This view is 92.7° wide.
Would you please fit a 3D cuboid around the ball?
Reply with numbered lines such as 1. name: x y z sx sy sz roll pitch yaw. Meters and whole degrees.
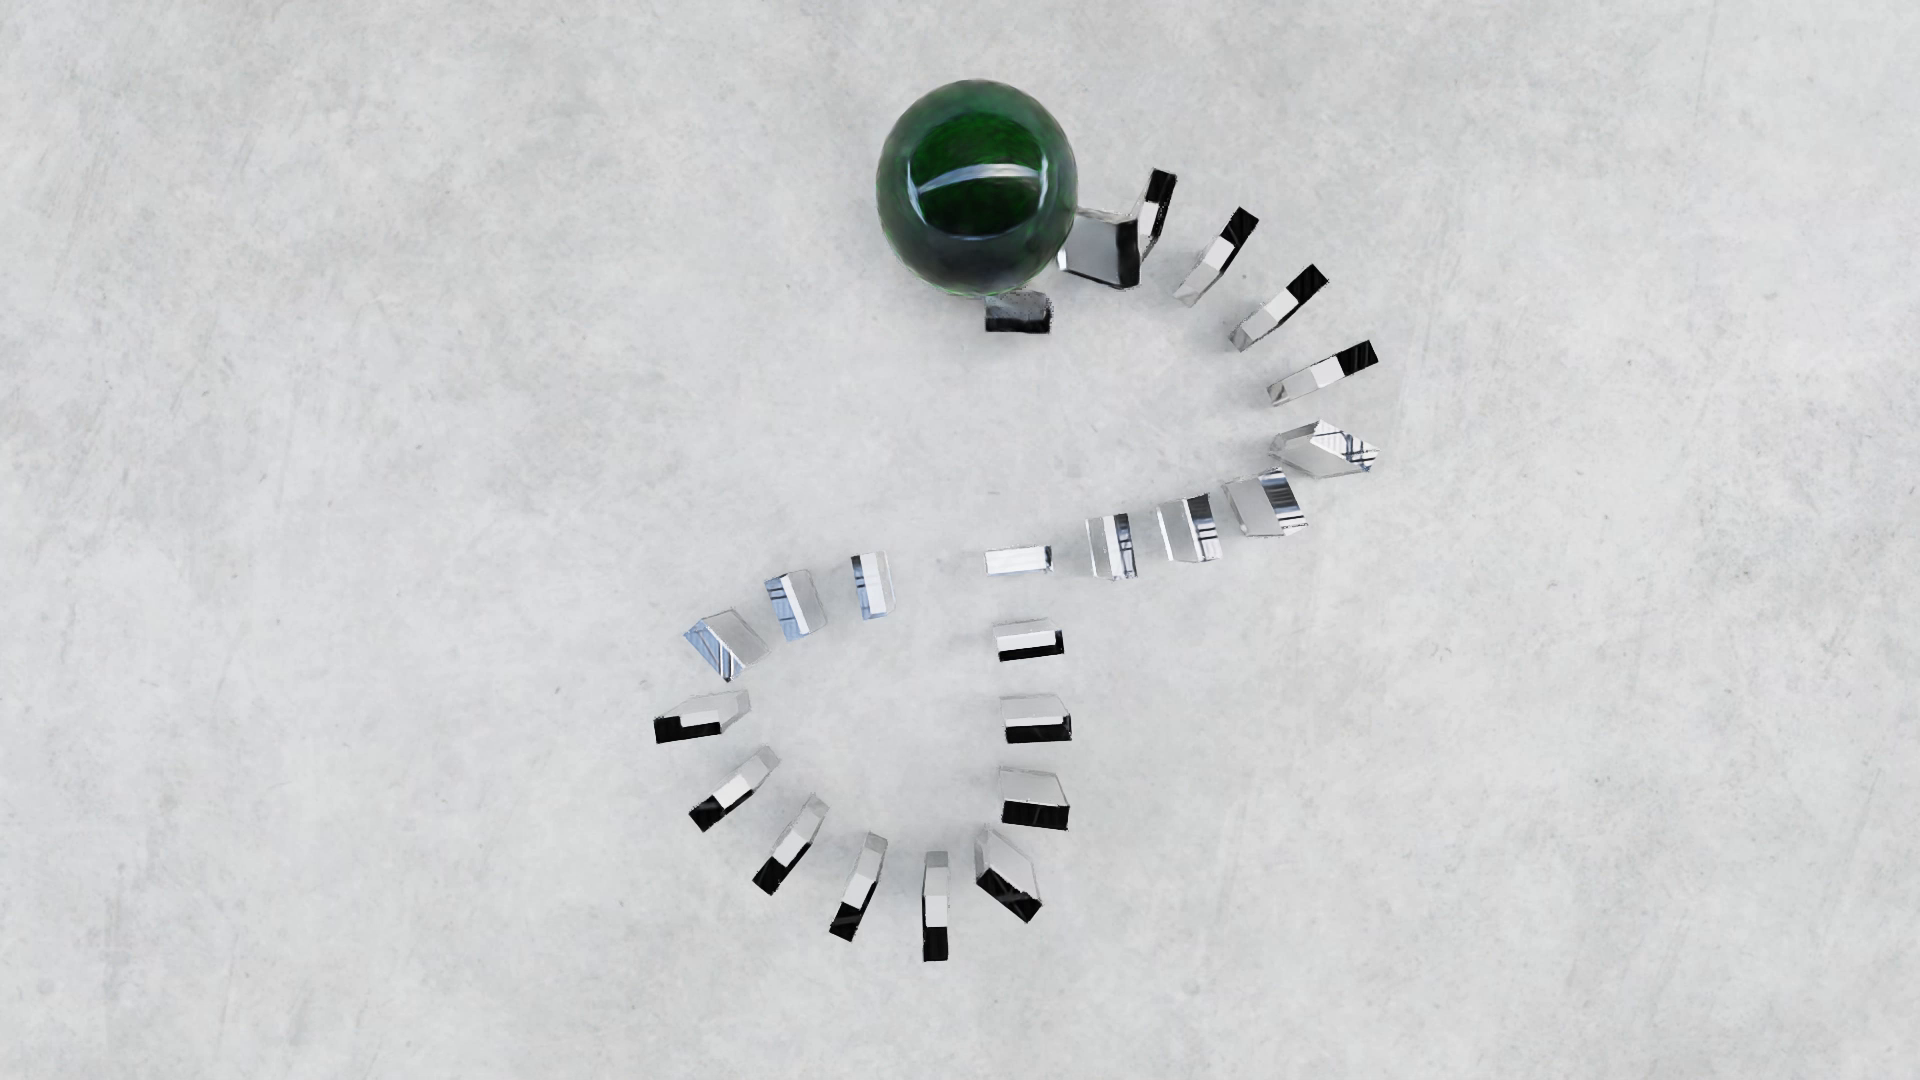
1. ball: 0.007 -0.137 0.360 0.080 0.080 0.080 0 90 0

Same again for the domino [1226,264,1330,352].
1. domino: 0.129 -0.094 0.375 0.025 0.050 0.009 -43 90 0

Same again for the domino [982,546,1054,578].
1. domino: 0.023 0.008 0.375 0.025 0.050 0.010 -6 90 0

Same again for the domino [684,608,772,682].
1. domino: -0.094 0.042 0.375 0.009 0.050 0.025 -43 90 0

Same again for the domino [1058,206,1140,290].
1. domino: 0.055 -0.119 0.372 0.010 0.050 0.025 -19 120 -15

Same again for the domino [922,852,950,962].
1. domino: -0.010 0.148 0.375 0.010 0.050 0.025 -2 90 0

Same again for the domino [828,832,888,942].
1. domino: -0.041 0.140 0.375 0.010 0.050 0.025 25 90 0

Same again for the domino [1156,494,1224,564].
1. domino: 0.093 -0.004 0.375 0.009 0.050 0.025 -15 90 0

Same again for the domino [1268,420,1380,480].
1. domino: 0.147 -0.036 0.375 0.025 0.050 0.009 26 90 0

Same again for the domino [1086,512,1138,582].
1. domino: 0.061 0.003 0.375 0.009 0.050 0.025 -9 90 0

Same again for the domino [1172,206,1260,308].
1. domino: 0.104 -0.115 0.375 0.010 0.050 0.025 34 90 0

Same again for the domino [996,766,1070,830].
1. domino: 0.029 0.105 0.375 0.025 0.050 0.009 7 90 0

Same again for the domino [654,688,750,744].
1. domino: -0.104 0.071 0.375 0.025 0.050 0.009 -9 90 0

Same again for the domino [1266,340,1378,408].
1. domino: 0.147 -0.067 0.375 0.025 0.050 0.010 -24 90 0

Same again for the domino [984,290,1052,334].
1. domino: 0.023 -0.094 0.375 0.025 0.050 0.009 3 113 0

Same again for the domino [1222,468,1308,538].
1. domino: 0.124 -0.015 0.375 0.010 0.050 0.025 -25 90 0

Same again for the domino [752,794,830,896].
1. domino: -0.068 0.123 0.375 0.009 0.050 0.025 39 90 0

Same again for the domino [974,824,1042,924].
1. domino: 0.019 0.135 0.375 0.025 0.050 0.010 38 90 0

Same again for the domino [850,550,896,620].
1. domino: -0.035 0.018 0.375 0.010 0.050 0.025 -11 90 0

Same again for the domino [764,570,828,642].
1. domino: -0.066 0.026 0.375 0.009 0.050 0.025 -22 90 0

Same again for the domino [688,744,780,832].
1. domino: -0.091 0.101 0.375 0.025 0.050 0.009 -38 90 0

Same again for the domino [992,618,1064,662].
1. domino: 0.027 0.040 0.375 0.025 0.050 0.009 -7 90 0

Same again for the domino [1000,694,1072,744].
1. domino: 0.030 0.073 0.375 0.025 0.050 0.010 -3 90 0

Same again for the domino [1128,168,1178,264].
1. domino: 0.075 -0.129 0.375 0.009 0.050 0.025 16 90 -1
